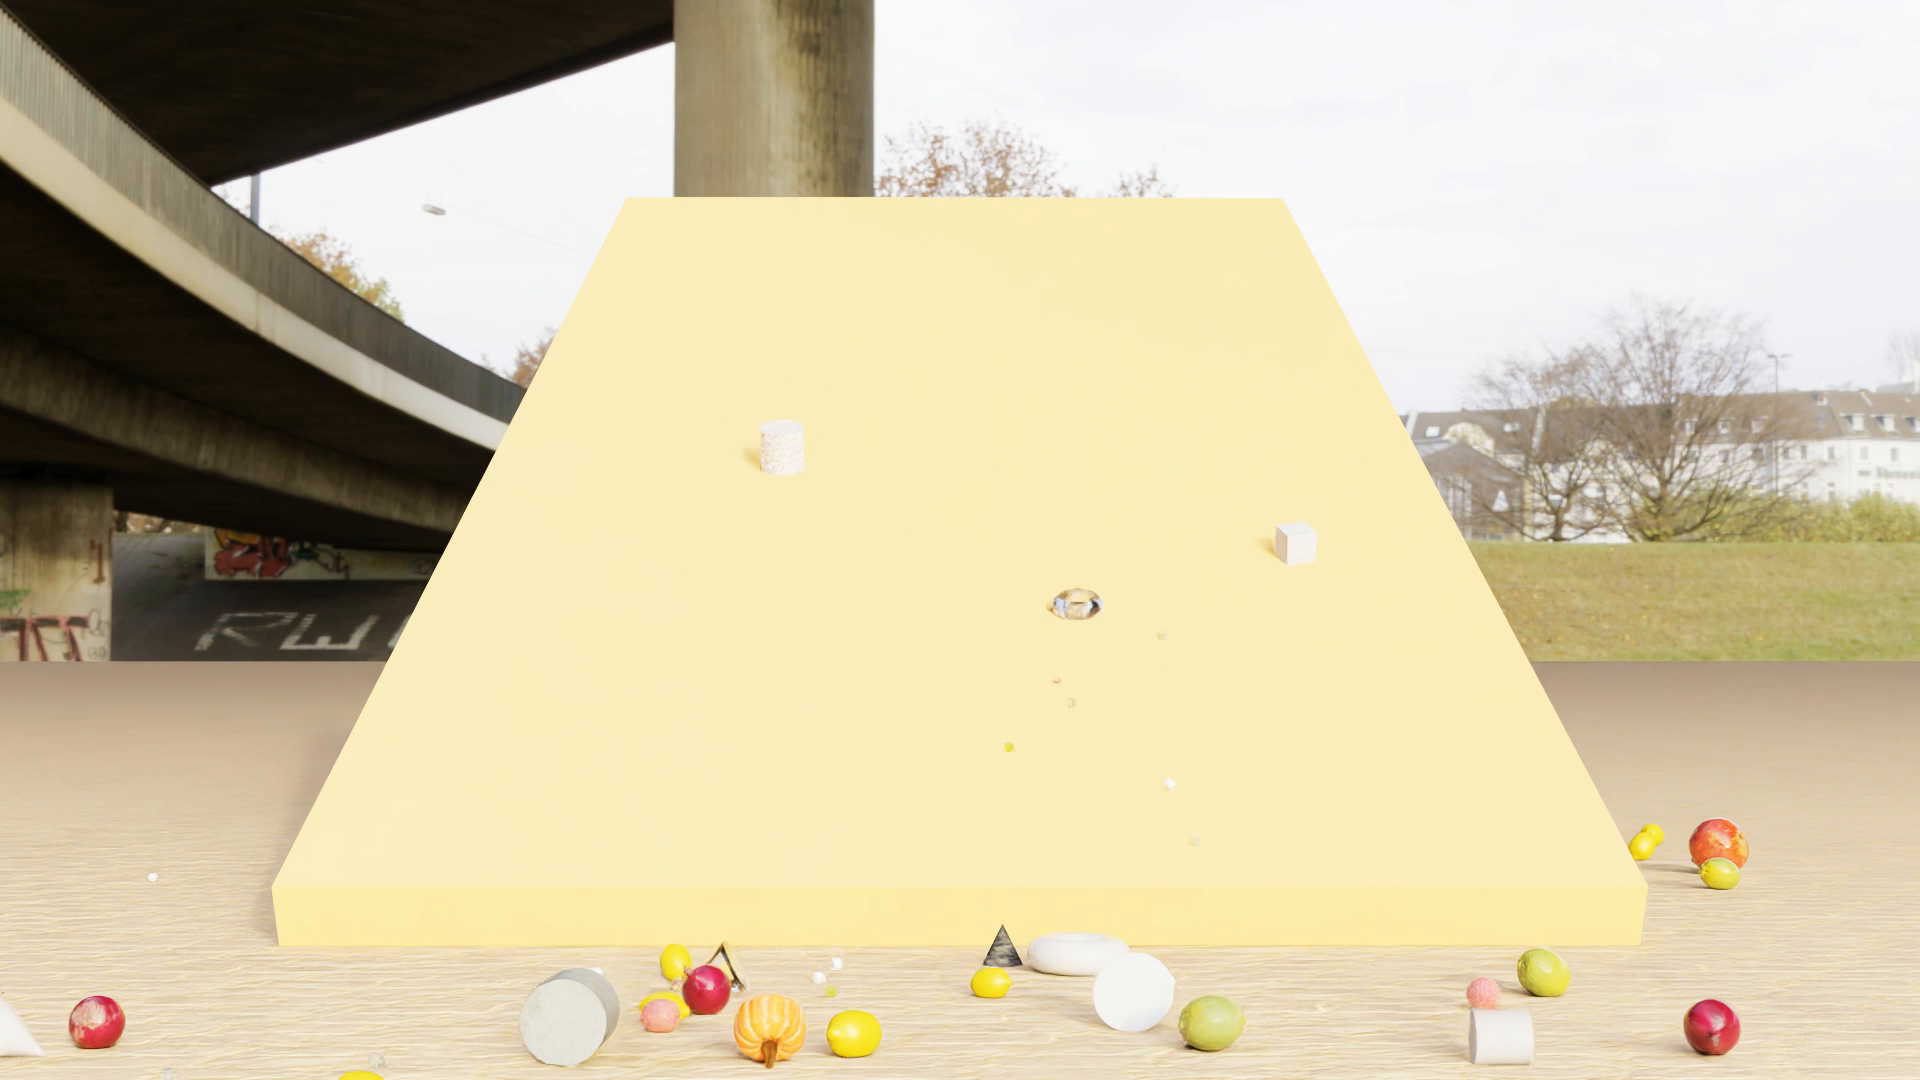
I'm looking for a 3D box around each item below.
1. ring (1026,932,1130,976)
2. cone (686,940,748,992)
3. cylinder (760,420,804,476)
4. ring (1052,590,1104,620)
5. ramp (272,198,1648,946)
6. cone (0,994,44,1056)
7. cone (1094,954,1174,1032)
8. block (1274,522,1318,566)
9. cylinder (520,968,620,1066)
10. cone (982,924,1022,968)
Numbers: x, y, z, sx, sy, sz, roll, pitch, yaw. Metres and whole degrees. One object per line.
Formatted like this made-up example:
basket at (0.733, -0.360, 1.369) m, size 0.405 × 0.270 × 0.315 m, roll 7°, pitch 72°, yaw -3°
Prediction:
ring at (0.160, 0.560, 3.121) m, size 0.140 × 0.047 × 0.140 m, roll 1°, pitch -3°, yaw 0°
cone at (-0.317, 0.557, 2.931) m, size 0.072 × 0.072 × 0.072 m, roll -26°, pitch -2°, yaw -2°
cylinder at (-0.377, -0.194, 4.893) m, size 0.094 × 0.094 × 0.094 m, roll 0°, pitch 23°, yaw 0°
ring at (0.216, 0.118, 4.233) m, size 0.095 × 0.032 × 0.095 m, roll -1°, pitch 24°, yaw 0°
ramp at (-0.007, -0.225, 5.217) m, size 2.000 × 0.100 × 4.000 m, roll 0°, pitch 23°, yaw 0°
cone at (-1.012, 0.531, 2.457) m, size 0.082 × 0.082 × 0.082 m, roll 27°, pitch -5°, yaw -4°
cone at (0.210, 0.539, 2.675) m, size 0.094 × 0.094 × 0.094 m, roll -1°, pitch -30°, yaw 17°
block at (0.649, 0.007, 4.462) m, size 0.060 × 0.060 × 0.060 m, roll -6°, pitch 24°, yaw -15°
cylinder at (-0.412, 0.504, 2.443) m, size 0.090 × 0.090 × 0.090 m, roll 0°, pitch -3°, yaw 1°
cone at (0.059, 0.558, 3.190) m, size 0.057 × 0.057 × 0.057 m, roll 0°, pitch -3°, yaw 0°
